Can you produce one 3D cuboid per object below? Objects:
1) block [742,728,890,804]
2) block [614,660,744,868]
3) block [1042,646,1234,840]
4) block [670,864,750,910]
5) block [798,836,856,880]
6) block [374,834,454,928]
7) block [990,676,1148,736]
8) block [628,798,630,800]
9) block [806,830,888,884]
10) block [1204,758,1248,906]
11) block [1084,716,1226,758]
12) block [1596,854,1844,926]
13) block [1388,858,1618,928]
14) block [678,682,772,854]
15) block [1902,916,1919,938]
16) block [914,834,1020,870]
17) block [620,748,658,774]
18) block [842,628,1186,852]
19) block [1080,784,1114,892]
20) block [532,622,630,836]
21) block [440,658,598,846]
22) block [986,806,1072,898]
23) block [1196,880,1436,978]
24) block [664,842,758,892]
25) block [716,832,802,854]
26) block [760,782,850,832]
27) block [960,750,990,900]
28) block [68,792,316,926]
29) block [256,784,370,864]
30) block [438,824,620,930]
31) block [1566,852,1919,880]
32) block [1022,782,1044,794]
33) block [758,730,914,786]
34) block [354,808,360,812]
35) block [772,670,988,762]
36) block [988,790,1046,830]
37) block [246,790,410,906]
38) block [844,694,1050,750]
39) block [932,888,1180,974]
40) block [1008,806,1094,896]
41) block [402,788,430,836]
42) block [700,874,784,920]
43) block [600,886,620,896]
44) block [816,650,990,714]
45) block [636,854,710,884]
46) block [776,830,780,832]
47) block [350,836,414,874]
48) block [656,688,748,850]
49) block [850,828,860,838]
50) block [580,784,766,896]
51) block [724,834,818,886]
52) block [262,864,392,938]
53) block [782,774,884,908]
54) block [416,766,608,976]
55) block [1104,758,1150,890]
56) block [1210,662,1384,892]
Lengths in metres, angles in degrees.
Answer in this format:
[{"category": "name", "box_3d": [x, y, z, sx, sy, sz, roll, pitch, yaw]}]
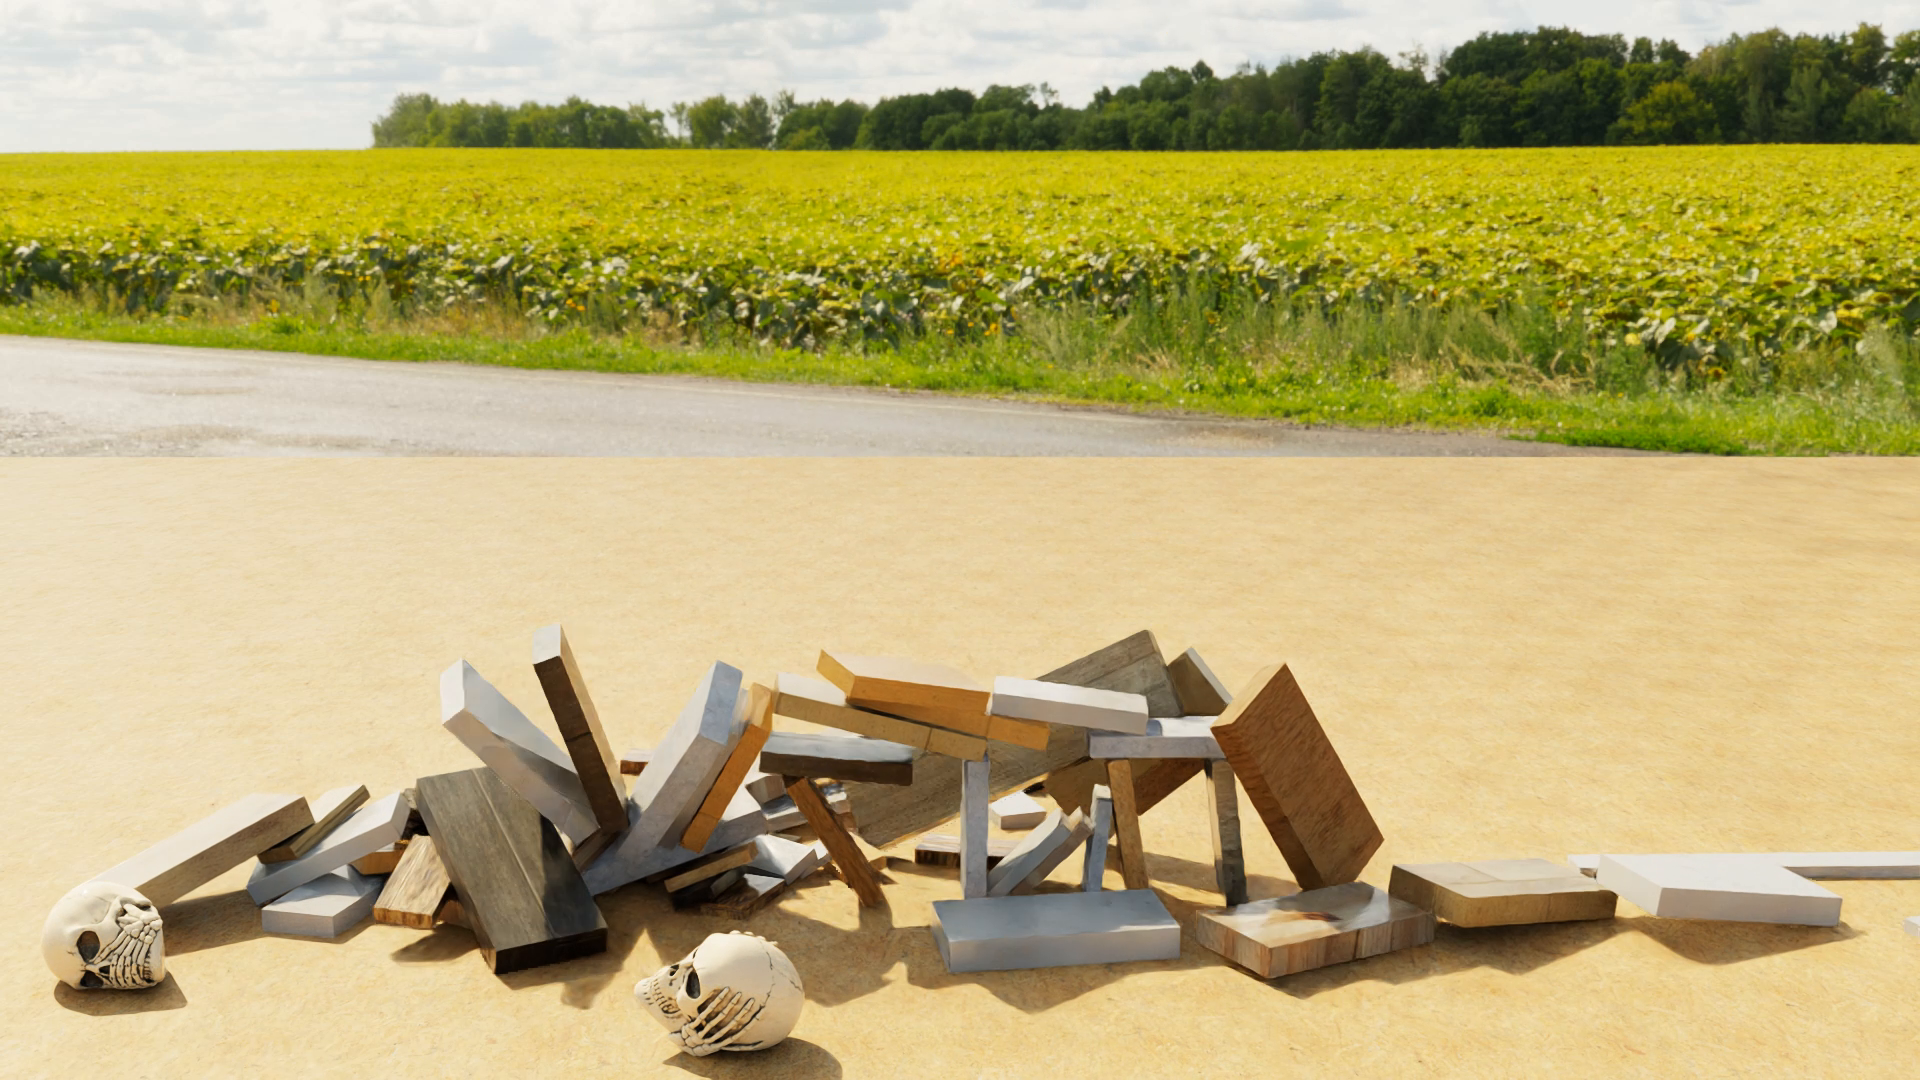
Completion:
[{"category": "block", "box_3d": [-0.358, 0.443, 4.121, 0.159, 0.045, 0.634, -8, 7, 41]}, {"category": "block", "box_3d": [-0.458, 0.366, 3.576, 0.048, 0.341, 0.171, 26, 38, -14]}, {"category": "block", "box_3d": [0.320, 0.366, 3.856, 0.359, 0.180, 0.051, -40, -5, 20]}, {"category": "block", "box_3d": [-0.412, 0.570, 3.633, 0.075, 0.021, 0.150, -21, 2, 18]}, {"category": "block", "box_3d": [-0.240, 0.540, 3.781, 0.117, 0.015, 0.053, -31, 24, -24]}, {"category": "block", "box_3d": [-0.853, 0.541, 3.494, 0.094, 0.027, 0.187, 7, 30, 4]}, {"category": "block", "box_3d": [0.181, 0.272, 3.634, 0.254, 0.036, 0.127, 8, 10, 2]}, {"category": "block", "box_3d": [-0.594, 0.502, 4.071, 0.180, 0.025, 0.090, -7, 12, -32]}, {"category": "block", "box_3d": [-0.197, 0.546, 3.799, 0.080, 0.023, 0.160, -19, 18, -23]}, {"category": "block", "box_3d": [0.439, 0.468, 3.643, 0.035, 0.247, 0.123, -7, 11, 0]}, {"category": "block", "box_3d": [0.333, 0.326, 3.633, 0.247, 0.035, 0.123, 0, 11, -1]}, {"category": "block", "box_3d": [1.222, 0.563, 3.543, 0.339, 0.048, 0.170, 6, 8, -17]}, {"category": "block", "box_3d": [0.874, 0.565, 3.534, 0.339, 0.048, 0.170, 3, 8, -32]}, {"category": "block", "box_3d": [-0.385, 0.375, 3.627, 0.037, 0.264, 0.132, 25, 23, -14]}, {"category": "block", "box_3d": [1.558, 0.621, 3.444, 0.072, 0.021, 0.145, -4, 11, -19]}, {"category": "block", "box_3d": [0.020, 0.545, 3.839, 0.181, 0.026, 0.090, 3, 11, 15]}, {"category": "block", "box_3d": [-0.579, 0.443, 4.393, 0.180, 0.026, 0.090, 1, 11, 4]}, {"category": "block", "box_3d": [0.084, 0.352, 3.804, 0.607, 0.159, 0.045, -25, -19, 13]}, {"category": "block", "box_3d": [0.227, 0.504, 3.654, 0.025, 0.174, 0.087, 6, 10, -2]}, {"category": "block", "box_3d": [-0.619, 0.307, 3.593, 0.045, 0.318, 0.159, -20, 20, -4]}, {"category": "block", "box_3d": [-0.715, 0.344, 3.571, 0.045, 0.318, 0.159, -38, 29, 6]}, {"category": "block", "box_3d": [0.113, 0.523, 3.650, 0.174, 0.025, 0.087, -44, 8, 6]}, {"category": "block", "box_3d": [0.556, 0.603, 3.424, 0.339, 0.048, 0.170, -4, 12, -33]}, {"category": "block", "box_3d": [-0.414, 0.546, 3.675, 0.150, 0.021, 0.075, -21, 2, 4]}, {"category": "block", "box_3d": [-0.369, 0.537, 3.890, 0.160, 0.023, 0.080, 4, 11, 22]}, {"category": "block", "box_3d": [-0.266, 0.487, 4.053, 0.280, 0.026, 0.090, -10, 13, -38]}, {"category": "block", "box_3d": [0.024, 0.468, 3.645, 0.035, 0.247, 0.123, 0, 11, -4]}, {"category": "block", "box_3d": [-1.255, 0.518, 3.600, 0.175, 0.050, 0.351, -4, 19, 45]}, {"category": "block", "box_3d": [-1.089, 0.478, 3.704, 0.094, 0.027, 0.187, -13, 21, 35]}, {"category": "block", "box_3d": [-0.708, 0.522, 3.613, 0.171, 0.048, 0.341, 10, 30, 24]}, {"category": "block", "box_3d": [1.796, 0.557, 3.790, 1.489, 0.021, 0.072, 0, 11, -2]}, {"category": "block", "box_3d": [0.202, 0.435, 4.403, 0.131, 0.037, 0.382, 9, 14, 39]}, {"category": "block", "box_3d": [-0.202, 0.357, 3.603, 0.247, 0.035, 0.123, 5, 11, -3]}, {"category": "block", "box_3d": [-1.087, 0.515, 3.876, 0.187, 0.027, 0.094, -13, 25, -19]}, {"category": "block", "box_3d": [-0.133, 0.288, 3.591, 0.347, 0.037, 0.132, 14, 9, -9]}, {"category": "block", "box_3d": [0.087, 0.496, 4.103, 0.090, 0.026, 0.181, -4, 11, -19]}, {"category": "block", "box_3d": [-1.049, 0.511, 3.661, 0.261, 0.037, 0.131, -25, 17, 1]}, {"category": "block", "box_3d": [-0.024, 0.274, 3.624, 0.337, 0.036, 0.127, 14, 9, -7]}, {"category": "block", "box_3d": [0.146, 0.608, 3.433, 0.359, 0.051, 0.180, -2, 11, -9]}, {"category": "block", "box_3d": [0.148, 0.522, 3.654, 0.174, 0.025, 0.087, -44, 8, 6]}, {"category": "block", "box_3d": [-0.806, 0.477, 3.865, 0.351, 0.050, 0.175, 1, 4, -7]}, {"category": "block", "box_3d": [-0.357, 0.588, 3.623, 0.075, 0.021, 0.150, 4, 11, 23]}, {"category": "block", "box_3d": [-0.577, 0.557, 3.713, 0.059, 0.017, 0.117, 7, 29, 33]}, {"category": "block", "box_3d": [-0.091, 0.229, 3.558, 0.254, 0.036, 0.127, 10, 11, -32]}, {"category": "block", "box_3d": [-0.488, 0.550, 3.723, 0.117, 0.017, 0.059, -22, 7, -27]}, {"category": "block", "box_3d": [-0.347, 0.512, 4.045, 0.053, 0.015, 0.105, 2, 11, 9]}, {"category": "block", "box_3d": [-0.807, 0.526, 3.788, 0.468, 0.036, 0.127, -1, 5, -28]}, {"category": "block", "box_3d": [-0.430, 0.375, 3.636, 0.037, 0.264, 0.132, 25, 27, -14]}, {"category": "block", "box_3d": [-0.184, 0.533, 3.933, 0.053, 0.015, 0.105, 9, 14, 39]}, {"category": "block", "box_3d": [-0.521, 0.497, 3.744, 0.341, 0.048, 0.171, -18, 27, -20]}, {"category": "block", "box_3d": [-0.330, 0.544, 3.774, 0.160, 0.023, 0.080, 9, 36, 40]}, {"category": "block", "box_3d": [-1.016, 0.585, 3.600, 0.127, 0.036, 0.254, 3, 11, 15]}, {"category": "block", "box_3d": [-0.212, 0.481, 3.629, 0.035, 0.247, 0.123, -33, 14, -2]}, {"category": "block", "box_3d": [-0.719, 0.513, 3.496, 0.176, 0.050, 0.435, -8, 35, -27]}, {"category": "block", "box_3d": [0.275, 0.467, 3.647, 0.035, 0.247, 0.123, -10, 11, 1]}, {"category": "block", "box_3d": [0.555, 0.401, 3.603, 0.051, 0.359, 0.180, -17, 18, 46]}]
